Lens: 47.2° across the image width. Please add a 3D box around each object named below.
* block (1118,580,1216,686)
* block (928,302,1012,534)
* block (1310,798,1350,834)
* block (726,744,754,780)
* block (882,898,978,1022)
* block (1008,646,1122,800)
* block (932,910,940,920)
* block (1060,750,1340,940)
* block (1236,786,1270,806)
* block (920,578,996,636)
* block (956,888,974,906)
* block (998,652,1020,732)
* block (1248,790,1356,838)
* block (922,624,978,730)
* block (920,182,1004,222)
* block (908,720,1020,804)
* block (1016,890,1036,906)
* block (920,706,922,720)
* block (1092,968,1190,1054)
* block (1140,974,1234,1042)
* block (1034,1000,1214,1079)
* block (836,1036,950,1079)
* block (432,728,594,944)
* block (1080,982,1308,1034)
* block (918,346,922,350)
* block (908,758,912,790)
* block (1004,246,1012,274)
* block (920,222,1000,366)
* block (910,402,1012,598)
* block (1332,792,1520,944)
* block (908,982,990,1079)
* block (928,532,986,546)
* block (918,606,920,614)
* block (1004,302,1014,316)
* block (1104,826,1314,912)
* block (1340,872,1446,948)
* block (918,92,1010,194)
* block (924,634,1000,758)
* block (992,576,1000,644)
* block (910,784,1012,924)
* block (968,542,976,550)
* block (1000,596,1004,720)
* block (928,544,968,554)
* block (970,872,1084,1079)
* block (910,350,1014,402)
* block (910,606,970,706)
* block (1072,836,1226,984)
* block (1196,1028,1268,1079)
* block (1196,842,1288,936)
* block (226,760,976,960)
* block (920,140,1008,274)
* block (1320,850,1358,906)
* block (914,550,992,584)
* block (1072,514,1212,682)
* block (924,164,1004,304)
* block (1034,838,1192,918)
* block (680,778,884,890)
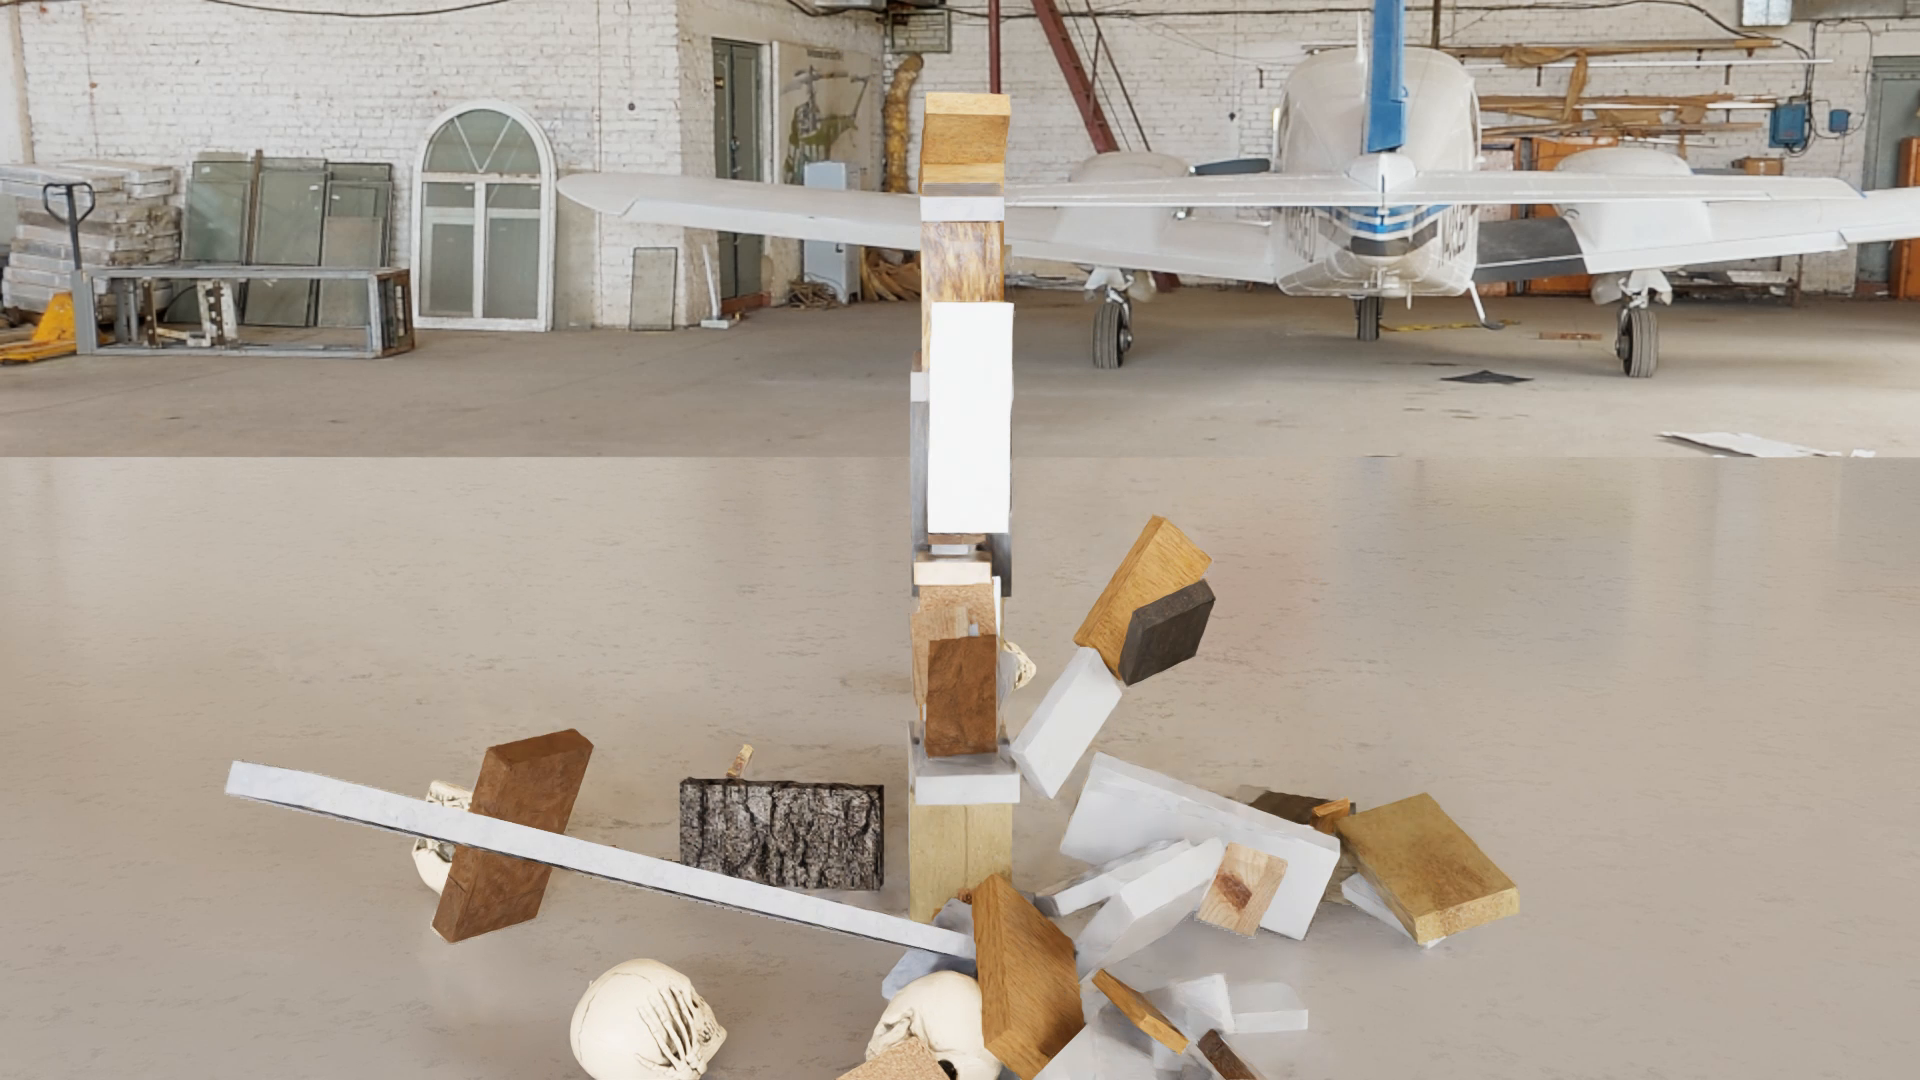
[{"bbox_3d":[0.299,0.137,3.206,0.116,0.033,0.231,-24,-21,-12],"label":"block"},{"bbox_3d":[0.016,-0.198,3.573,0.131,0.372,0.037,1,4,-2],"label":"block"},{"bbox_3d":[0.614,0.464,3.658,0.058,0.016,0.116,-16,-27,-5],"label":"block"},{"bbox_3d":[-0.384,0.394,3.808,0.016,0.058,0.116,32,-21,2],"label":"block"},{"bbox_3d":[-0.016,0.581,3.054,0.099,0.028,0.197,18,35,22],"label":"block"},{"bbox_3d":[0.158,0.270,3.257,0.030,0.104,0.209,9,51,41],"label":"block"},{"bbox_3d":[0.004,0.617,3.105,0.099,0.028,0.197,1,52,6],"label":"block"},{"bbox_3d":[0.375,0.480,3.450,0.405,0.167,0.047,20,23,2],"label":"block"},{"bbox_3d":[0.555,0.490,4.162,0.058,0.016,0.116,2,11,10],"label":"block"},{"bbox_3d":[-0.001,0.177,3.510,0.121,0.241,0.034,-2,-29,-2],"label":"block"},{"bbox_3d":[0.034,0.591,3.243,0.076,0.153,0.022,0,9,2],"label":"block"},{"bbox_3d":[0.027,0.241,3.360,0.090,0.025,0.179,2,42,17],"label":"block"},{"bbox_3d":[0.542,0.532,3.848,0.170,0.048,0.447,5,12,27],"label":"block"},{"bbox_3d":[-0.014,0.213,3.442,0.090,0.025,0.179,0,53,-1],"label":"block"},{"bbox_3d":[0.003,-0.554,3.596,0.131,0.037,0.263,0,14,-1],"label":"block"},{"bbox_3d":[0.002,0.331,3.307,0.149,0.042,0.299,-1,11,-3],"label":"block"},{"bbox_3d":[0.057,0.577,3.167,0.077,0.153,0.022,8,-31,10],"label":"block"},{"bbox_3d":[-0.001,0.299,3.721,0.132,0.318,0.037,0,9,1],"label":"block"},{"bbox_3d":[0.234,0.613,2.866,0.076,0.022,0.152,36,-2,-23],"label":"block"},{"bbox_3d":[0.297,0.639,2.969,0.152,0.076,0.022,-24,-21,39],"label":"block"},{"bbox_3d":[0.194,0.694,2.752,0.164,0.046,0.328,35,20,14],"label":"block"},{"bbox_3d":[-0.109,0.704,2.710,0.214,0.030,0.107,-21,57,-35],"label":"block"},{"bbox_3d":[-0.694,0.459,3.412,0.048,0.339,0.170,36,27,30],"label":"block"},{"bbox_3d":[0.299,0.674,3.135,0.375,0.030,0.104,-2,11,-8],"label":"block"},{"bbox_3d":[0.005,-0.331,4.147,0.168,0.048,0.336,0,8,-1],"label":"block"},{"bbox_3d":[-0.004,0.481,3.437,0.149,0.299,0.042,0,12,0],"label":"block"},{"bbox_3d":[0.032,-0.534,4.224,0.116,0.033,0.231,2,16,5],"label":"block"},{"bbox_3d":[0.001,-0.427,3.705,0.131,0.263,0.037,0,16,2],"label":"block"},{"bbox_3d":[0.003,-0.074,3.724,0.169,0.338,0.048,0,11,2],"label":"block"},{"bbox_3d":[0.738,0.519,3.509,0.167,0.047,0.334,-16,22,-7],"label":"block"},{"bbox_3d":[-0.019,0.657,3.001,0.099,0.028,0.197,-2,36,-5],"label":"block"},{"bbox_3d":[-0.005,-0.003,3.590,0.058,0.017,0.117,1,3,20],"label":"block"},{"bbox_3d":[0.000,0.107,3.779,0.132,0.037,0.265,0,10,1],"label":"block"},{"bbox_3d":[0.050,-0.501,4.464,0.134,0.019,0.067,33,12,-43],"label":"block"},{"bbox_3d":[0.398,0.525,3.543,0.334,0.167,0.047,2,40,9],"label":"block"},{"bbox_3d":[0.716,0.572,3.509,0.105,0.030,0.211,-28,26,-20],"label":"block"},{"bbox_3d":[0.005,-0.667,3.725,0.137,0.039,0.275,1,-20,-4],"label":"block"},{"bbox_3d":[0.005,0.232,3.295,0.104,0.030,0.209,-6,44,7],"label":"block"},{"bbox_3d":[0.005,0.297,3.627,0.121,0.474,0.034,0,-1,1],"label":"block"},{"bbox_3d":[0.001,0.513,3.264,0.149,0.299,0.042,0,10,1],"label":"block"},{"bbox_3d":[-0.002,-0.031,3.700,0.059,0.261,0.017,1,11,2],"label":"block"},{"bbox_3d":[0.004,0.066,4.326,0.168,0.790,0.048,0,9,0],"label":"block"},{"bbox_3d":[-0.021,0.012,3.625,0.059,0.017,0.117,-1,3,-3],"label":"block"},{"bbox_3d":[0.094,0.603,2.943,0.046,0.164,0.328,-40,23,16],"label":"block"},{"bbox_3d":[0.002,-0.285,3.797,0.169,0.048,0.338,0,11,0],"label":"block"},{"bbox_3d":[-0.028,0.178,3.405,0.090,0.025,0.179,-9,41,4],"label":"block"},{"bbox_3d":[0.257,0.518,3.061,0.164,0.046,0.328,-25,-18,-22],"label":"block"},{"bbox_3d":[0.374,0.694,2.783,0.107,0.030,0.214,43,-3,-9],"label":"block"},{"bbox_3d":[0.354,0.440,2.767,0.076,0.152,0.022,18,49,3],"label":"block"},{"bbox_3d":[-0.332,0.390,2.532,0.107,0.030,1.207,4,-14,33],"label":"block"},{"bbox_3d":[0.007,-0.601,3.993,0.137,0.275,0.039,-30,59,-30],"label":"block"},{"bbox_3d":[0.656,0.552,3.638,0.211,0.030,0.105,3,47,12],"label":"block"},{"bbox_3d":[-0.010,0.044,3.581,0.121,0.034,0.241,0,4,1],"label":"block"},{"bbox_3d":[0.277,0.090,3.339,0.116,0.231,0.033,40,-12,-31],"label":"block"},{"bbox_3d":[0.007,-0.522,3.813,0.137,0.275,0.039,0,40,0],"label":"block"},{"bbox_3d":[0.223,0.501,3.255,0.231,0.033,0.116,-19,-3,-22],"label":"block"},{"bbox_3d":[-0.300,0.495,3.707,0.339,0.170,0.048,1,7,7],"label":"block"}]
